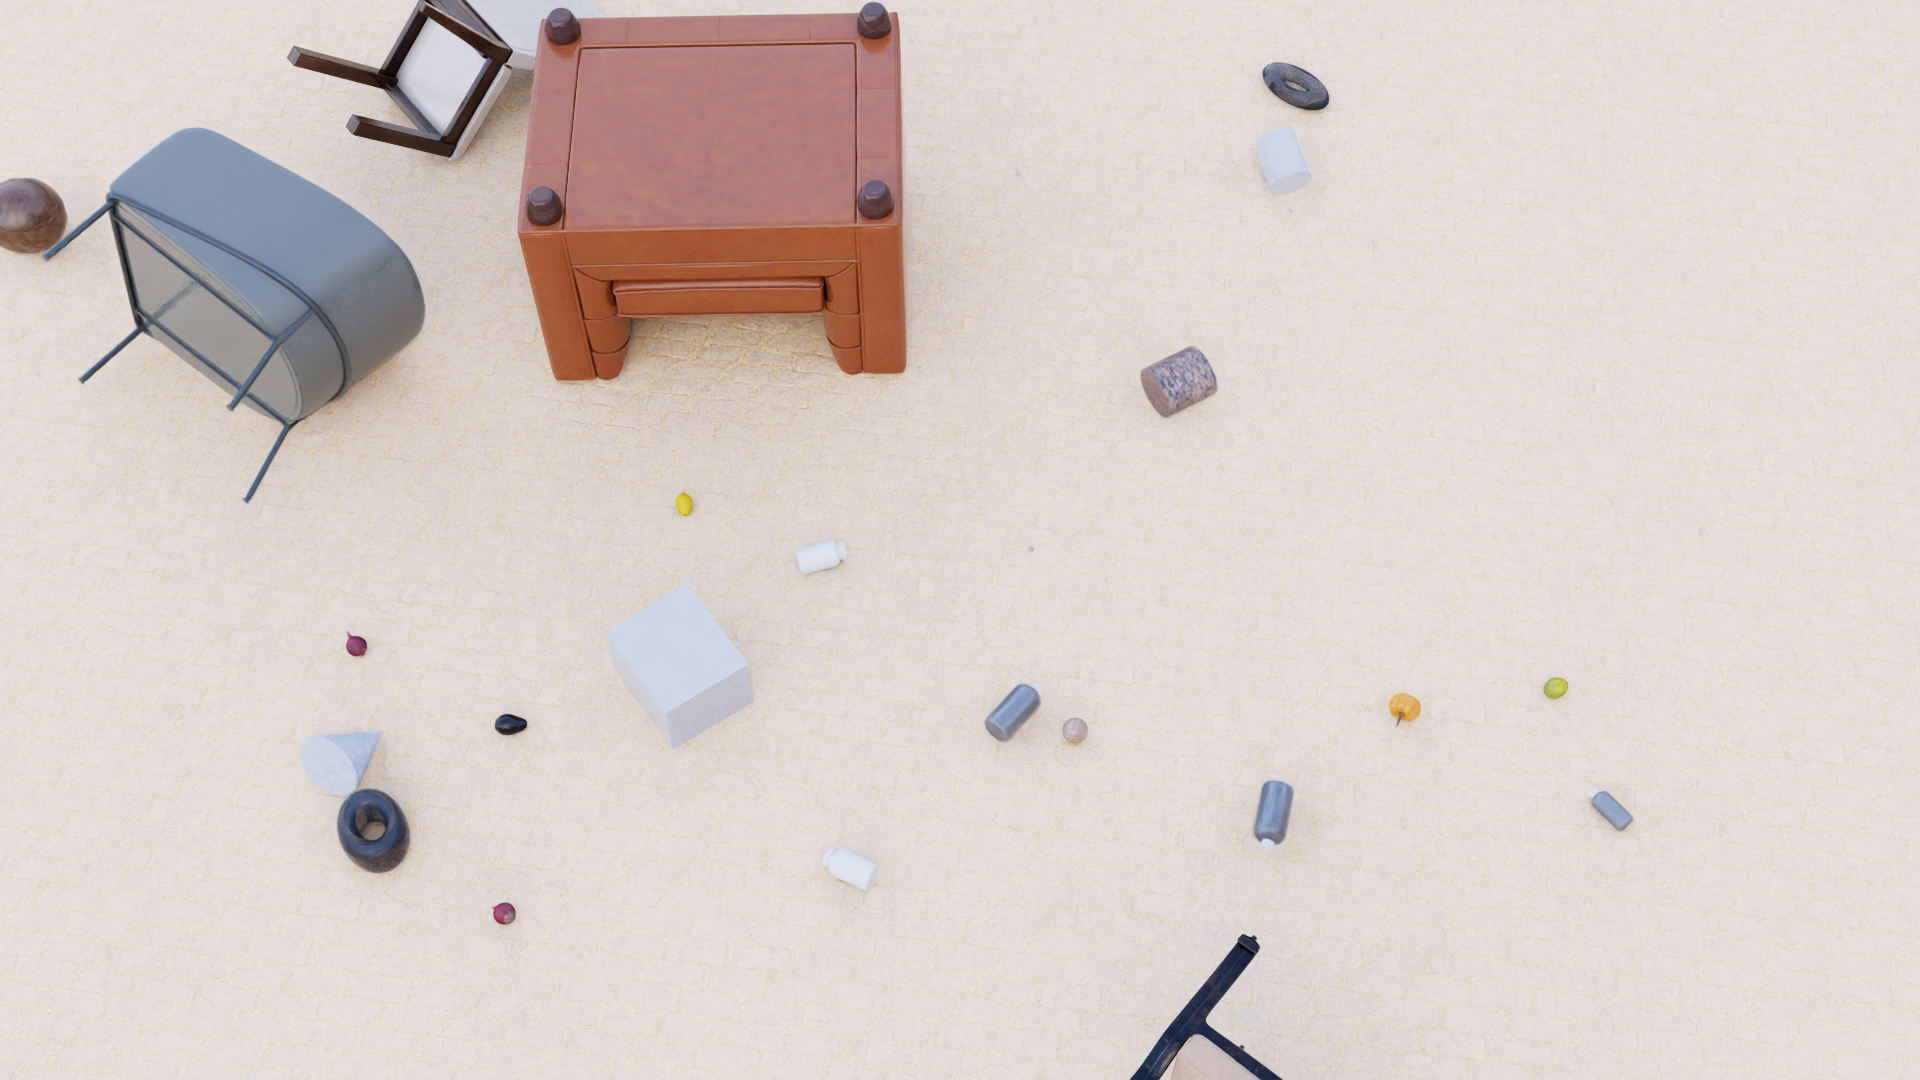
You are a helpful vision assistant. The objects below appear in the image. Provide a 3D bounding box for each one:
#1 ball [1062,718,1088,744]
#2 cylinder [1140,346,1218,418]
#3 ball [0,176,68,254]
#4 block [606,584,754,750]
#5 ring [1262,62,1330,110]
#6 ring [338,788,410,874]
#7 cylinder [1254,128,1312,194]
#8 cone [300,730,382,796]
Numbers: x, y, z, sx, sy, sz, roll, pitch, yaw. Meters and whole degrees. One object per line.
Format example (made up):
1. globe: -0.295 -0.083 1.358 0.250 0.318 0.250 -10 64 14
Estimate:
1. ball: 0.323 0.535 6.171 0.074 0.074 0.074 0 56 0
2. cylinder: 0.679 -0.491 6.817 0.178 0.139 0.170 -27 80 -17
3. ball: -3.029 -1.051 7.129 0.250 0.250 0.250 0 56 0
4. block: -0.790 0.358 6.209 0.270 0.207 0.323 -31 61 -19
5. ring: 1.159 -1.566 7.588 0.270 0.062 0.144 37 65 23
6. ring: -1.592 0.789 5.970 0.186 0.127 0.244 -22 60 -16
7. cylinder: 1.081 -1.269 7.365 0.145 0.094 0.201 -20 56 11
8. cone: -1.685 0.579 6.133 0.216 0.186 0.211 13 30 28
